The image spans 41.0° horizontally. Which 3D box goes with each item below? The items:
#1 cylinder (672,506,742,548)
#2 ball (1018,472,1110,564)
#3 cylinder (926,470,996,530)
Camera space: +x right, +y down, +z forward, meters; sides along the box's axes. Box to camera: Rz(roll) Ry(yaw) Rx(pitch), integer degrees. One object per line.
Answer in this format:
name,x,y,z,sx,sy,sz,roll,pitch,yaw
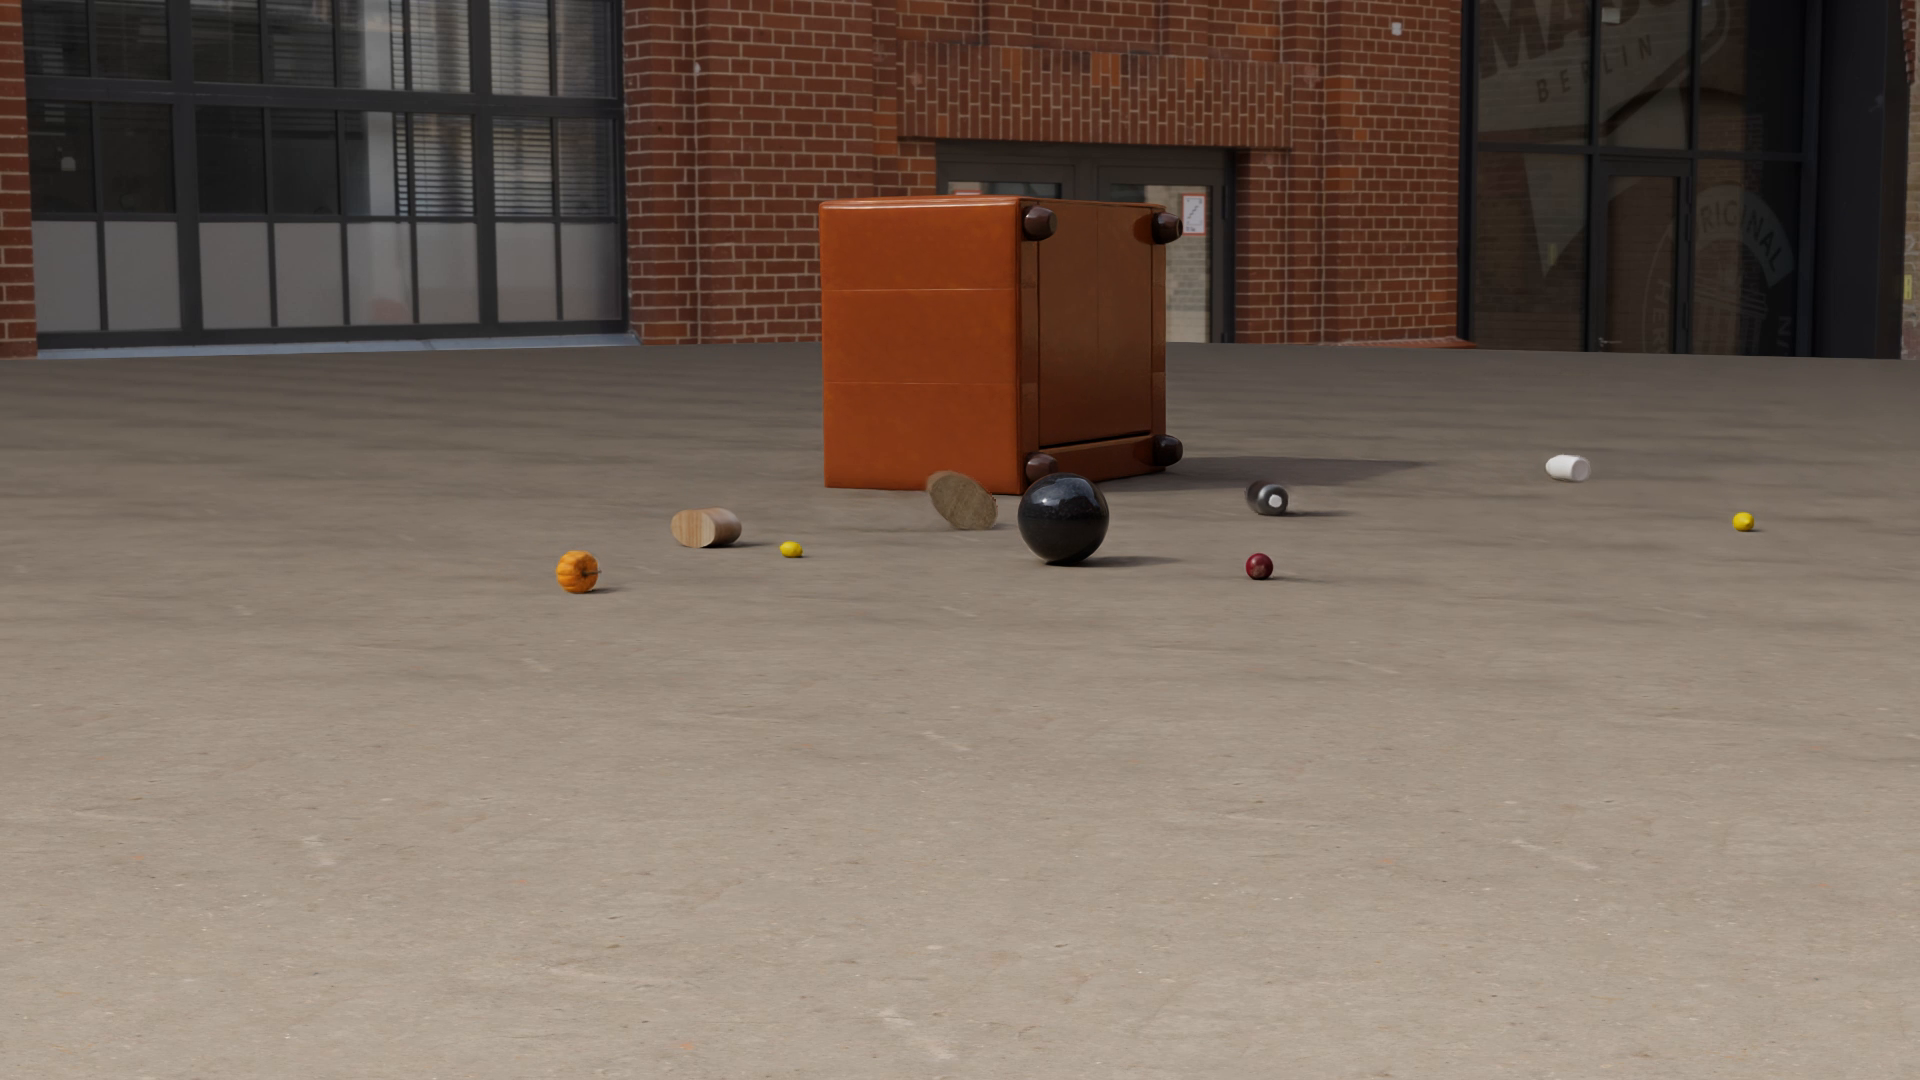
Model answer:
cylinder,-0.620,-0.032,6.268,0.147,0.092,0.094,8,10,36
ball,0.236,-0.050,5.865,0.212,0.212,0.212,0,6,0
cylinder,0.001,-0.105,6.732,0.186,0.122,0.180,33,2,-7
